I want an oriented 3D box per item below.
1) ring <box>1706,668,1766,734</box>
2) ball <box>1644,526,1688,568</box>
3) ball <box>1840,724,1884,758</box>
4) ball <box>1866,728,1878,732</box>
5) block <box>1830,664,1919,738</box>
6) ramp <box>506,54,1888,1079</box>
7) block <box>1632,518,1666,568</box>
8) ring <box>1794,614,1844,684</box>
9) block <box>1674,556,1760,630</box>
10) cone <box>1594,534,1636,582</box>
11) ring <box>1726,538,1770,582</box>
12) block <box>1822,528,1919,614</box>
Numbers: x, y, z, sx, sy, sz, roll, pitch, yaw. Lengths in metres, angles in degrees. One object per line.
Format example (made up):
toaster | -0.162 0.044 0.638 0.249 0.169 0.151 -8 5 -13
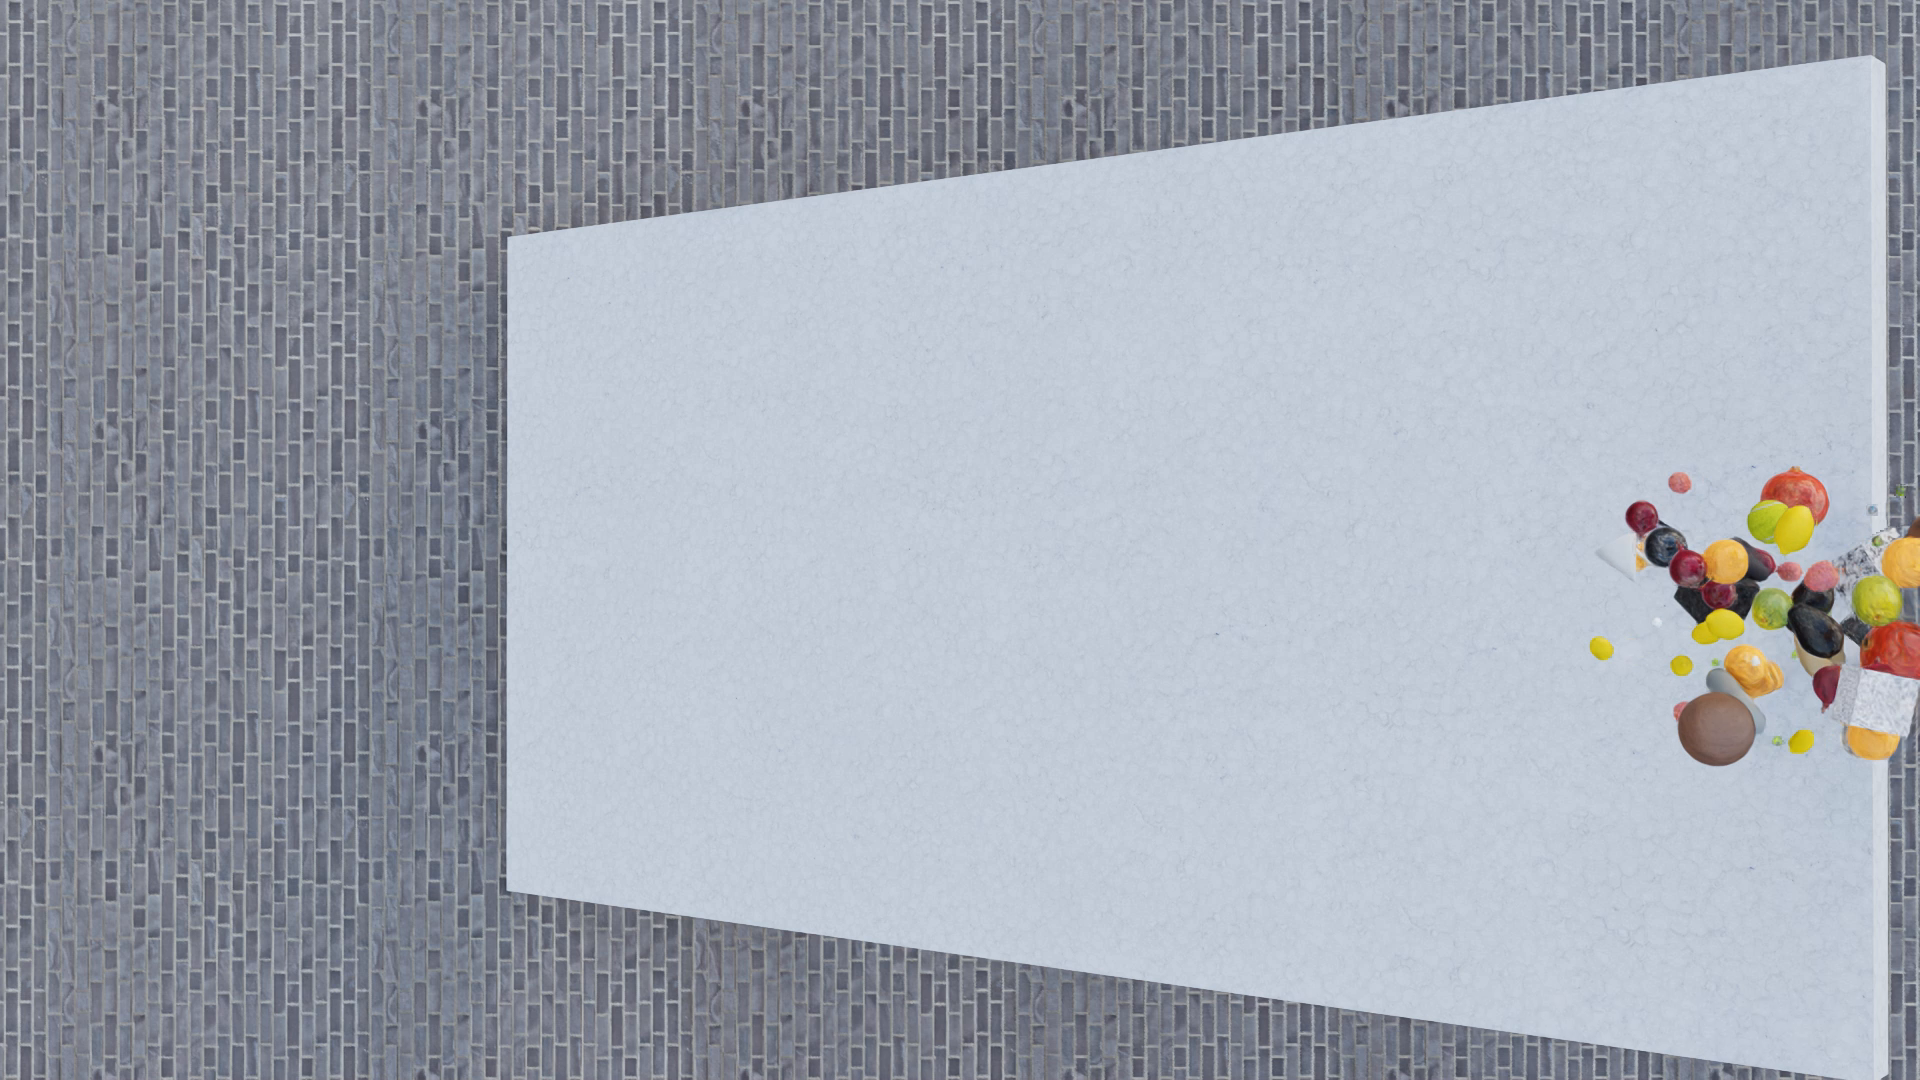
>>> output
ring | 1.401 0.292 3.971 0.047 0.140 0.140 -39 90 7
ball | 1.209 0.013 3.769 0.072 0.072 0.072 0 90 0
ball | 1.381 0.303 3.366 0.062 0.062 0.062 0 90 0
ball | 1.327 0.249 3.186 0.056 0.056 0.056 0 90 0
block | 1.147 0.201 2.758 0.072 0.072 0.072 12 91 3
ramp | 0.225 0.064 5.542 4.000 0.100 2.000 0 90 38
block | 1.290 0.005 4.084 0.065 0.065 0.065 40 90 -6
ring | 1.550 0.196 3.962 0.043 0.128 0.128 -25 90 44
block | 1.402 0.098 4.075 0.092 0.092 0.092 7 118 -20
cone | 1.201 0.043 3.965 0.082 0.082 0.082 -23 72 0
ring | 1.462 0.035 4.082 0.100 0.100 0.033 43 114 0
block | 1.544 0.052 3.720 0.094 0.094 0.094 -22 76 -31
